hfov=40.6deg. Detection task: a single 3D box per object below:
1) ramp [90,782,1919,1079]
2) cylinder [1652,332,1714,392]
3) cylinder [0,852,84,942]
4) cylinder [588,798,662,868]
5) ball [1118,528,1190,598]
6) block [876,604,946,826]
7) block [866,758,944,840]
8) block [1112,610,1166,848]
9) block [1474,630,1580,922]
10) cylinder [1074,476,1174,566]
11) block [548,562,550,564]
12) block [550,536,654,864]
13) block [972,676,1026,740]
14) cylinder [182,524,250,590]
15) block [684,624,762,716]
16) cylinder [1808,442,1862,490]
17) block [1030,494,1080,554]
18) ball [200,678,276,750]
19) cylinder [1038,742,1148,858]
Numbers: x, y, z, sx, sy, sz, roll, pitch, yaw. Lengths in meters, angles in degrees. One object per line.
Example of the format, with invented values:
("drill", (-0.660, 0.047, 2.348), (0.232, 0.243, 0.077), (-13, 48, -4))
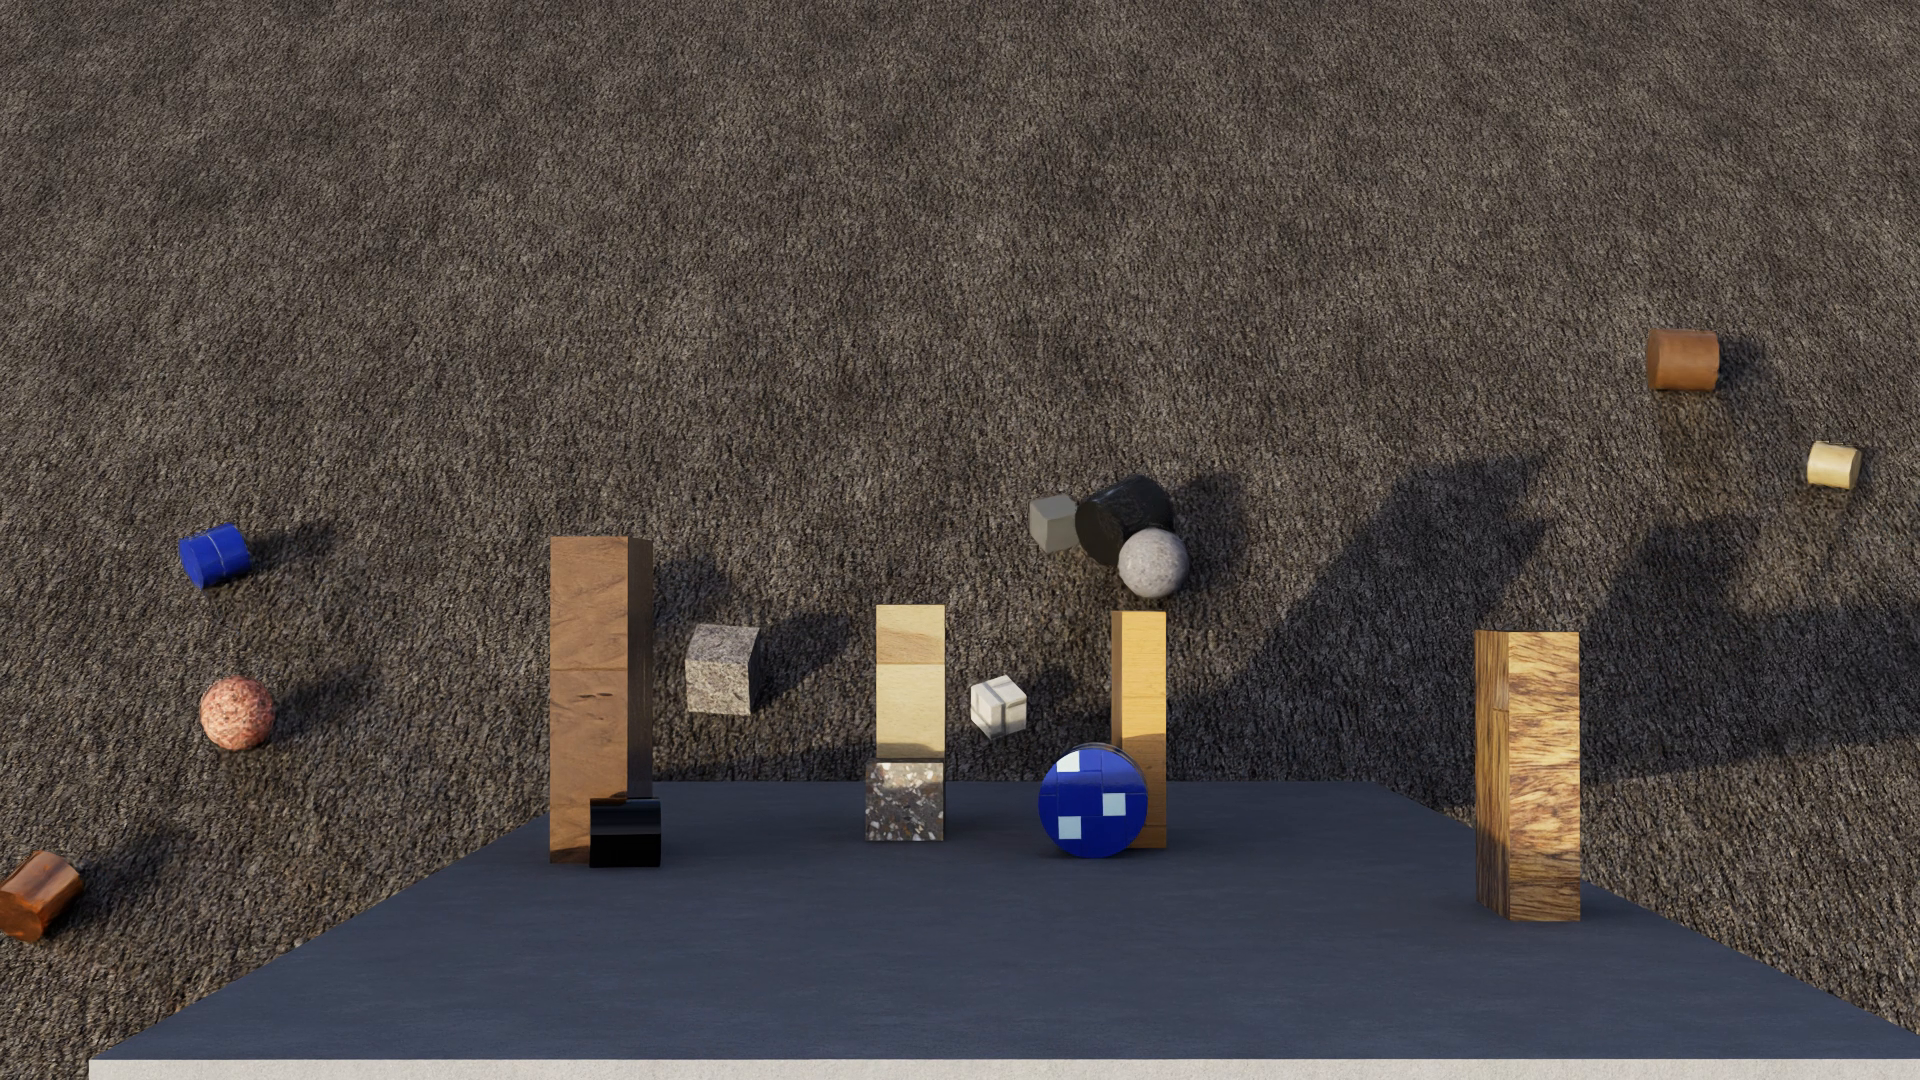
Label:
("ramp", (0.073, 0.641, 4.756), (2.000, 0.100, 4.000), (0, -1, 0))
("cylinder", (2.398, -0.593, 8.607), (0.195, 0.195, 0.195), (-1, 32, 13))
("cylinder", (-2.272, 0.878, 6.381), (0.158, 0.158, 0.158), (12, 35, 18))
("cylinder", (-0.605, 0.527, 4.675), (0.125, 0.125, 0.125), (0, 33, -9))
("ball", (0.566, 0.068, 7.580), (0.207, 0.207, 0.207), (0, 33, 0))
("block", (-0.102, 0.371, 5.529), (0.140, 0.468, 0.411), (0, -1, 0))
("block", (-0.111, 0.523, 5.243), (0.154, 0.154, 0.154), (0, -1, 0))
("block", (0.357, 0.371, 5.204), (0.085, 0.456, 0.362), (0, -1, 0))
("block", (0.881, 0.359, 4.039), (0.106, 0.435, 0.258), (0, -1, 0))
("cylinder", (0.492, -0.058, 7.772), (0.210, 0.210, 0.210), (-27, 42, -35))
("block", (-1.070, 0.160, 7.471), (0.173, 0.173, 0.173), (-13, 35, -19))
("block", (-0.679, 0.296, 4.938), (0.141, 0.597, 0.392), (0, -1, 0))
("block", (0.105, 0.457, 7.072), (0.110, 0.110, 0.110), (-17, 37, -24))
("cylinder", (-2.197, 0.050, 7.661), (0.149, 0.149, 0.149), (-23, 39, -30))
("block", (-0.653, 0.358, 7.166), (0.174, 0.174, 0.174), (4, 33, 6))
("cylinder", (2.728, -0.230, 8.093), (0.129, 0.129, 0.129), (11, 34, 31))
("block", (0.289, -0.051, 7.845), (0.117, 0.117, 0.117), (-14, 35, -20))
("ball", (-1.942, 0.469, 6.977), (0.195, 0.195, 0.195), (0, 33, 0))
("cylinder", (0.255, 0.492, 4.923), (0.204, 0.204, 0.204), (3, -1, 4))
